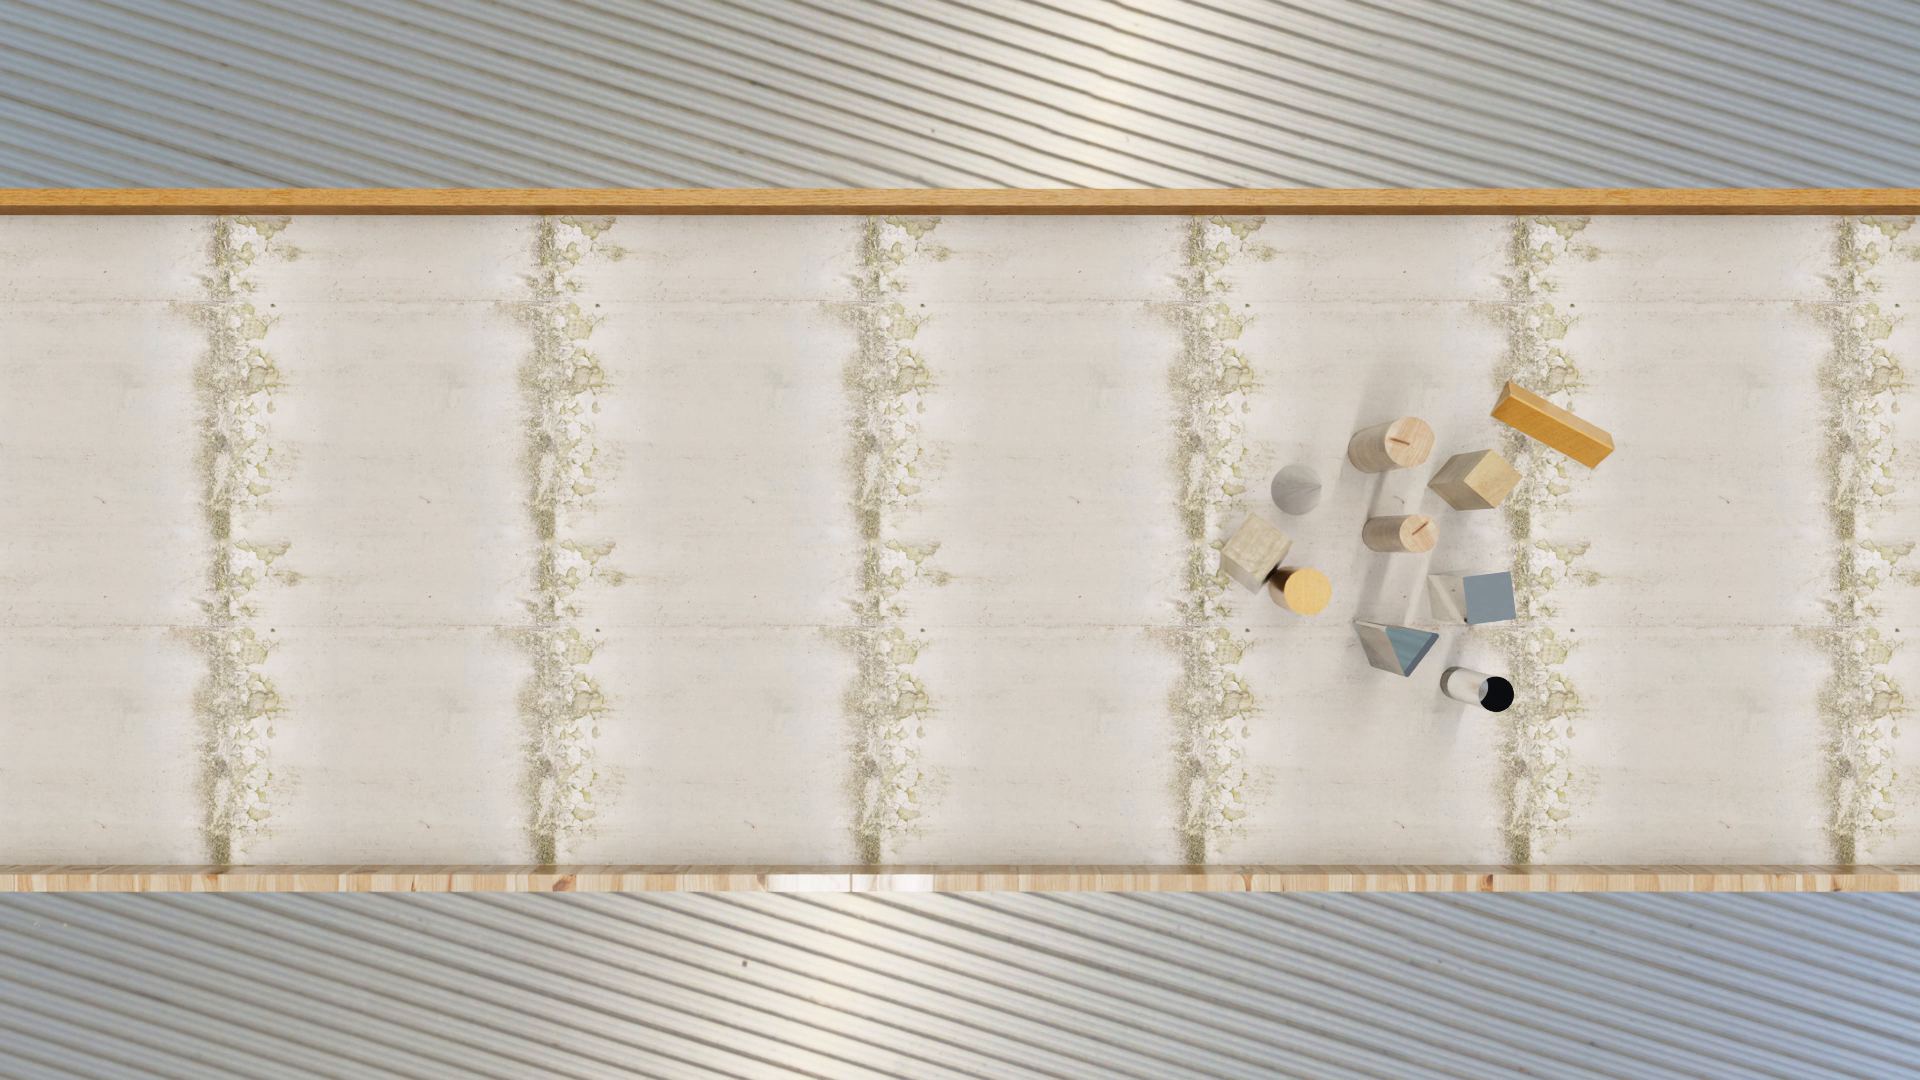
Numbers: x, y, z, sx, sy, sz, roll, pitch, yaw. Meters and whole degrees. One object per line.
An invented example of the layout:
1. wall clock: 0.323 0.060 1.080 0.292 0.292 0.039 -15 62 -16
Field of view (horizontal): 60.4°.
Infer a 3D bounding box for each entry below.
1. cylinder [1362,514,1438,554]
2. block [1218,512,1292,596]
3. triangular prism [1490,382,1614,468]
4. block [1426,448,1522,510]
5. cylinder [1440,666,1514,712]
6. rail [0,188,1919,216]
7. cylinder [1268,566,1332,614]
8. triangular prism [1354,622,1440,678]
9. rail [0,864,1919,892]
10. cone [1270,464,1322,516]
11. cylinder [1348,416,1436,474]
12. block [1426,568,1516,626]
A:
1. cylinder: 1.292 -0.018 4.859 0.110 0.435 0.110 0 90 0
2. block: 0.868 0.045 4.860 0.144 0.410 0.144 38 89 11
3. triangular prism: 1.816 -0.355 5.022 0.356 0.103 0.118 28 90 0
4. block: 1.522 -0.175 4.891 0.121 0.370 0.121 41 90 0
5. cylinder: 1.528 0.440 4.889 0.103 0.375 0.103 0 90 0
6. rail: -2.247 -1.025 5.002 12.000 0.150 0.050 0 90 0
7. cylinder: 1.010 0.148 4.916 0.135 0.316 0.135 0 90 2
8. triangular prism: 1.263 0.290 4.880 0.132 0.393 0.152 37 90 0
9. rail: -2.247 1.025 5.001 12.000 0.150 0.050 0 90 0
10. cone: 1.035 -0.155 4.894 0.157 0.364 0.157 0 90 0
11. cylinder: 1.264 -0.276 4.855 0.142 0.442 0.142 0 90 0
12. block: 1.514 0.166 4.895 0.138 0.363 0.138 -7 90 0
